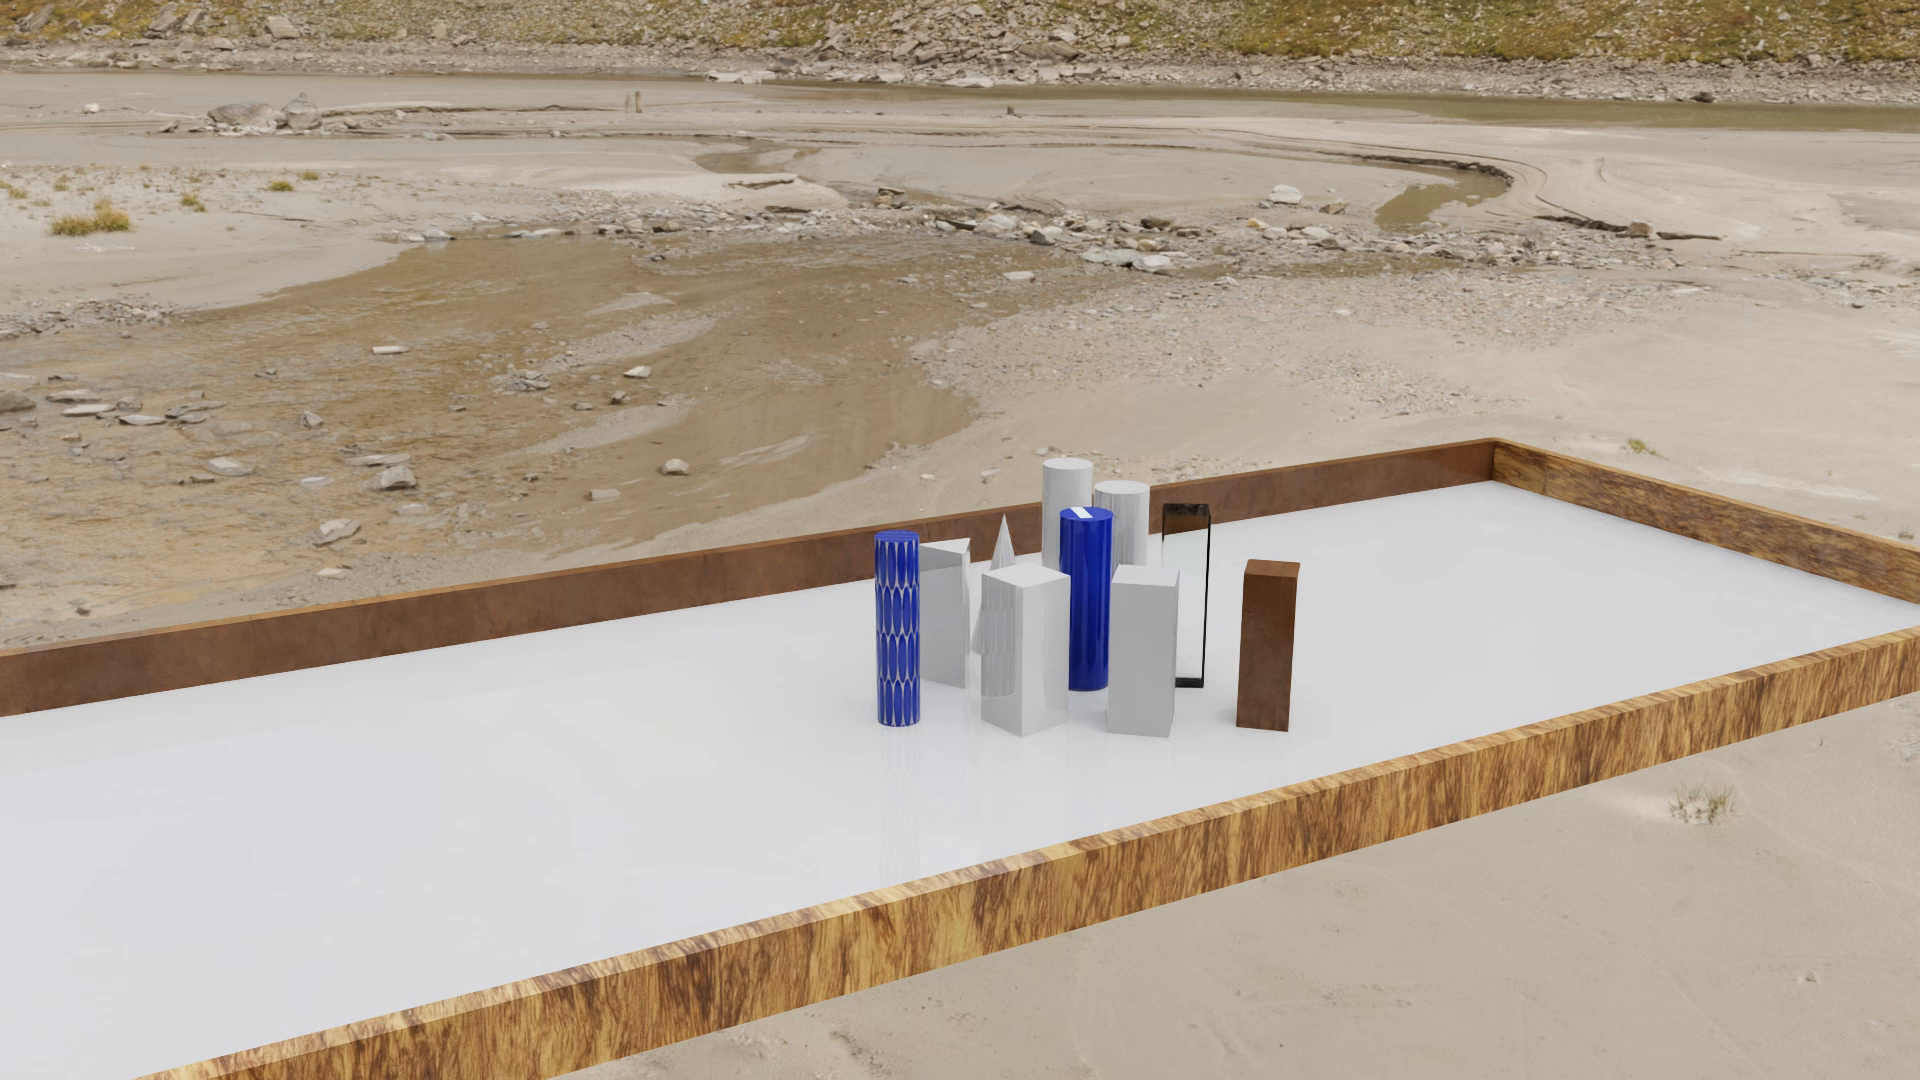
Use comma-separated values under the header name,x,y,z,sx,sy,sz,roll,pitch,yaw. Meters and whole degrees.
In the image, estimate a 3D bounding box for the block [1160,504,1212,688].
name,x,y,z,sx,sy,sz,roll,pitch,yaw
block,0.554,0.139,4.093,0.110,0.445,0.110,1,16,4

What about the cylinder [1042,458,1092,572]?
name,x,y,z,sx,sy,sz,roll,pitch,yaw
cylinder,0.294,0.004,4.556,0.136,0.443,0.136,0,16,0

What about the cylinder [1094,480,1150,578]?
name,x,y,z,sx,sy,sz,roll,pitch,yaw
cylinder,0.419,0.073,4.328,0.144,0.439,0.144,0,16,0

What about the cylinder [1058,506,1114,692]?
name,x,y,z,sx,sy,sz,roll,pitch,yaw
cylinder,0.308,0.147,4.078,0.133,0.439,0.133,0,16,0

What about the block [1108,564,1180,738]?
name,x,y,z,sx,sy,sz,roll,pitch,yaw
block,0.426,0.257,3.831,0.142,0.367,0.142,3,17,11

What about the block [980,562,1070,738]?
name,x,y,z,sx,sy,sz,roll,pitch,yaw
block,0.152,0.253,3.850,0.145,0.363,0.145,-13,21,-37

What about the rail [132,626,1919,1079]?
name,x,y,z,sx,sy,sz,roll,pitch,yaw
rail,-2.336,1.006,1.665,12.000,0.150,0.050,-9,18,-27

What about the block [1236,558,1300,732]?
name,x,y,z,sx,sy,sz,roll,pitch,yaw
block,0.720,0.245,3.853,0.121,0.377,0.121,4,17,14

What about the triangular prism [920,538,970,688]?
name,x,y,z,sx,sy,sz,roll,pitch,yaw
triangular prism,-0.012,0.177,4.131,0.135,0.351,0.117,11,20,34

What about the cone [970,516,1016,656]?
name,x,y,z,sx,sy,sz,roll,pitch,yaw
cone,0.115,0.106,4.336,0.179,0.370,0.179,0,16,0

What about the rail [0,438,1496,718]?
name,x,y,z,sx,sy,sz,roll,pitch,yaw
rail,-3.305,0.497,3.399,12.000,0.150,0.050,-9,18,-27

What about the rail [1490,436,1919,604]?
name,x,y,z,sx,sy,sz,roll,pitch,yaw
rail,2.466,-0.048,5.253,0.050,0.150,2.100,-9,18,-27

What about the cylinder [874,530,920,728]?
name,x,y,z,sx,sy,sz,roll,pitch,yaw
cylinder,-0.145,0.207,3.850,0.104,0.451,0.104,0,16,0
